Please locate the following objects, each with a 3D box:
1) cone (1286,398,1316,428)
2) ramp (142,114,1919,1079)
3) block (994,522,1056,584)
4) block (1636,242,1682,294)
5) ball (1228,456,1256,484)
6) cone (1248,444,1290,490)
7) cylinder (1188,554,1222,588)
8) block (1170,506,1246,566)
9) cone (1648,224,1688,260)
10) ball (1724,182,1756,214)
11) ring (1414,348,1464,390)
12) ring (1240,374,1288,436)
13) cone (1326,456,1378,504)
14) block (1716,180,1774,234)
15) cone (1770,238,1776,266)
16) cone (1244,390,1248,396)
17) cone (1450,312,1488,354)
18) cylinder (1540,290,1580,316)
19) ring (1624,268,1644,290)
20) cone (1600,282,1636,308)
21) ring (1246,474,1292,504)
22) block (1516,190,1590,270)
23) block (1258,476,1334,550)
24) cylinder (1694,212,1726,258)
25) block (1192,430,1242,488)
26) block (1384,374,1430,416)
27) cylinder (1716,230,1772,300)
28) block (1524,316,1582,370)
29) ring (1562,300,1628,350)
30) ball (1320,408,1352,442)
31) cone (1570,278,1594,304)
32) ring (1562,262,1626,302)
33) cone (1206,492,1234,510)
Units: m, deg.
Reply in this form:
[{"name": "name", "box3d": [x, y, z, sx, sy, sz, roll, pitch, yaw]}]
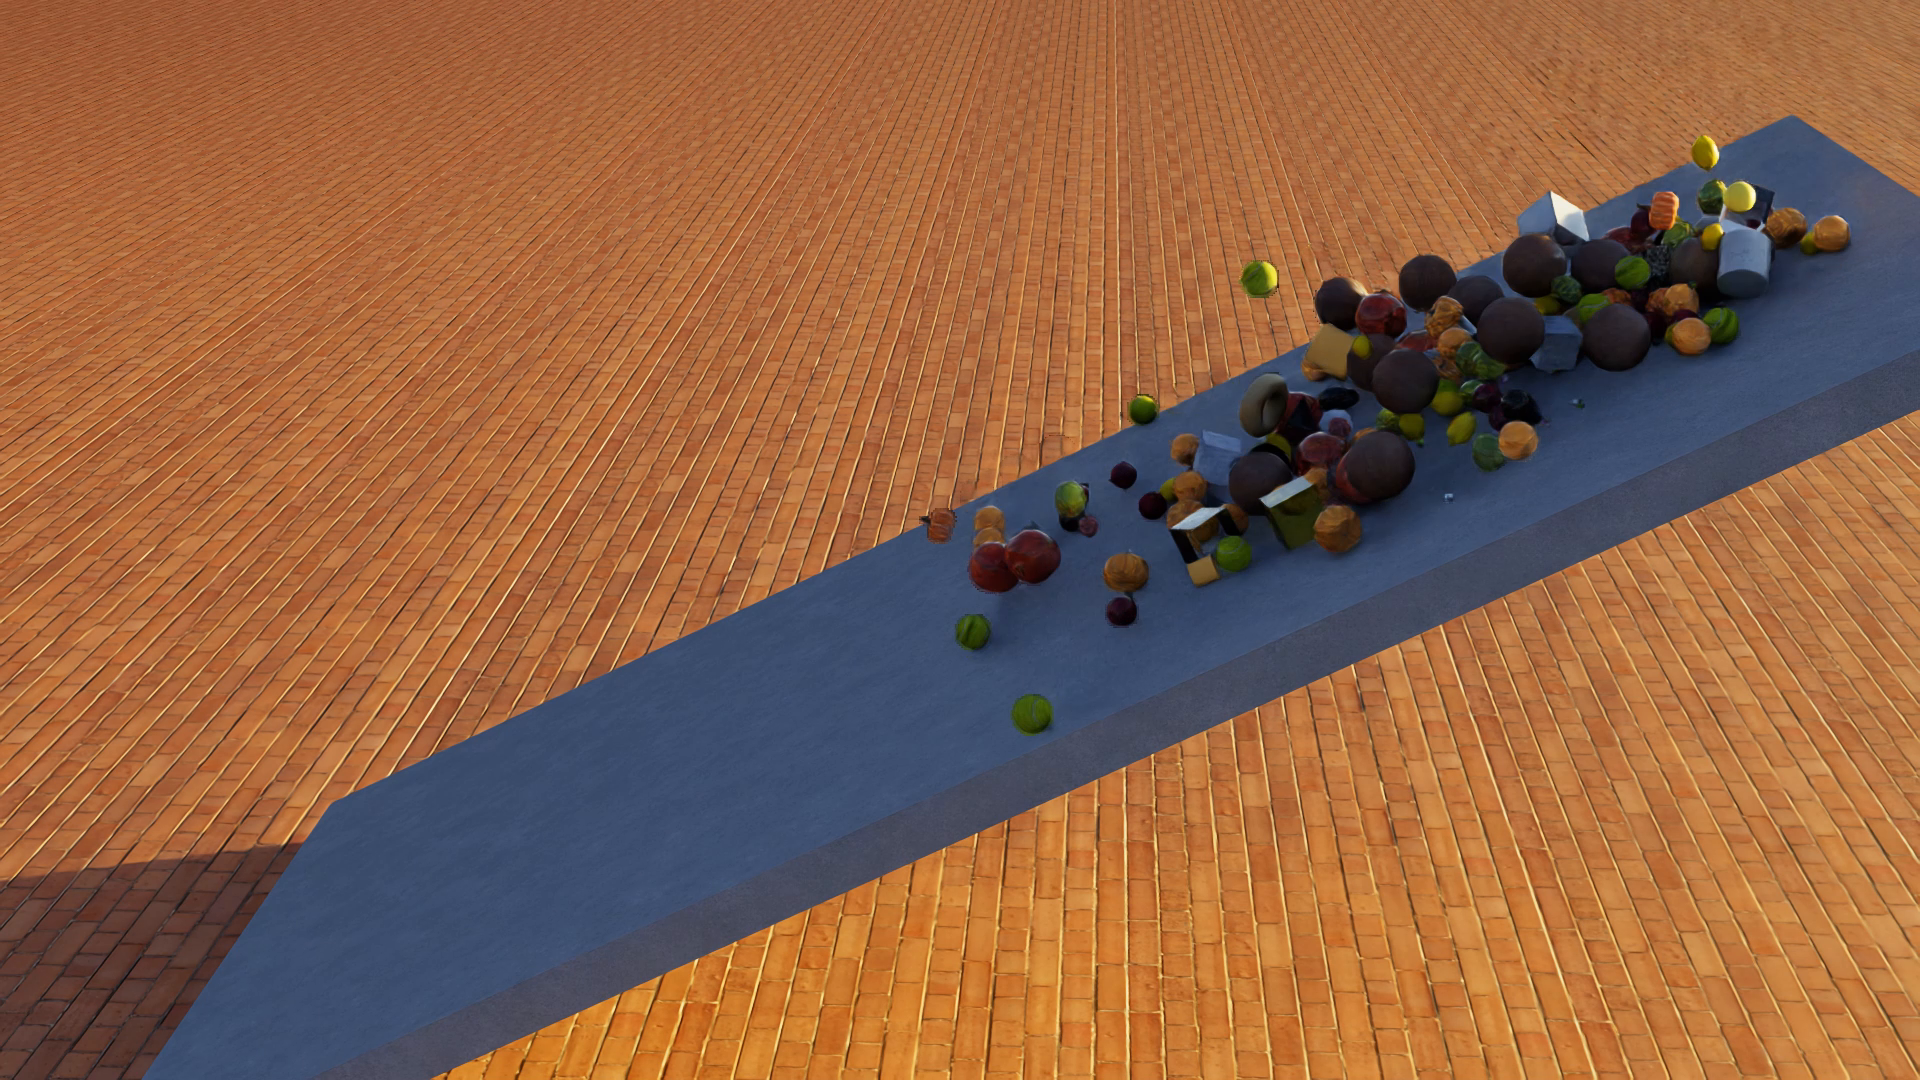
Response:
[{"name": "cone", "box3d": [0.717, -0.270, 6.162, 0.065, 0.065, 0.065, 6, 9, -1]}, {"name": "ramp", "box3d": [0.139, 0.168, 6.281, 4.000, 0.100, 2.000, -25, 14, 10]}, {"name": "block", "box3d": [0.140, 0.026, 6.359, 0.082, 0.082, 0.082, -40, -2, -41]}, {"name": "block", "box3d": [1.407, -0.547, 5.922, 0.064, 0.064, 0.064, -21, -29, 27]}, {"name": "ball", "box3d": [0.573, -0.142, 5.977, 0.054, 0.054, 0.054, 0, 17, 0]}, {"name": "cone", "box3d": [0.652, -0.162, 6.025, 0.098, 0.098, 0.098, 9, 22, 28]}, {"name": "cylinder", "box3d": [0.475, 0.060, 5.709, 0.050, 0.050, 0.050, -24, 11, 15]}, {"name": "block", "box3d": [0.490, -0.004, 5.830, 0.091, 0.091, 0.091, -33, 15, -22]}, {"name": "cone", "box3d": [1.468, -0.603, 6.189, 0.091, 0.091, 0.091, -33, 12, 11]}, {"name": "ball", "box3d": [1.533, -0.674, 5.783, 0.061, 0.061, 0.061, 0, 17, 0]}, {"name": "ring", "box3d": [1.005, -0.360, 6.167, 0.106, 0.035, 0.106, -5, 51, 6]}, {"name": "ring", "box3d": [0.638, -0.282, 6.173, 0.046, 0.139, 0.139, 25, 28, 33]}, {"name": "cone", "box3d": [0.762, -0.103, 5.773, 0.099, 0.099, 0.099, 0, -15, -1]}, {"name": "block", "box3d": [1.568, -0.657, 5.873, 0.077, 0.077, 0.077, 20, -23, 3]}, {"name": "cone", "box3d": [1.552, -0.571, 5.807, 0.082, 0.082, 0.082, 18, 7, -28]}, {"name": "cone", "box3d": [0.692, -0.326, 6.740, 0.058, 0.058, 0.058, -15, 22, -28]}, {"name": "cone", "box3d": [1.068, -0.450, 6.235, 0.082, 0.082, 0.082, -11, -25, -5]}, {"name": "cylinder", "box3d": [1.250, -0.479, 6.131, 0.063, 0.063, 0.063, 5, 59, -9]}, {"name": "ring", "box3d": [1.432, -0.554, 6.185, 0.081, 0.027, 0.081, -28, 10, 5]}, {"name": "cone", "box3d": [1.364, -0.493, 6.077, 0.076, 0.076, 0.076, 4, 17, 11]}, {"name": "ring", "box3d": [0.637, -0.108, 6.056, 0.105, 0.035, 0.105, -26, 15, 7]}, {"name": "block", "box3d": [1.235, -0.645, 6.130, 0.097, 0.097, 0.097, 26, 43, -29]}, {"name": "block", "box3d": [0.650, -0.051, 5.687, 0.096, 0.096, 0.096, -28, 13, -1]}, {"name": "cylinder", "box3d": [1.571, -0.626, 6.039, 0.093, 0.093, 0.093, -4, 8, -14]}, {"name": "block", "box3d": [0.547, -0.172, 6.258, 0.082, 0.082, 0.082, 13, 22, -3]}, {"name": "block", "box3d": [0.922, -0.298, 6.060, 0.055, 0.055, 0.055, 20, 21, -47]}, {"name": "cylinder", "box3d": [1.523, -0.535, 5.712, 0.097, 0.097, 0.097, 4, 60, 14]}, {"name": "block", "box3d": [1.180, -0.393, 5.851, 0.079, 0.079, 0.079, 1, 31, -12]}, {"name": "ring", "box3d": [1.273, -0.432, 5.928, 0.142, 0.047, 0.142, -15, 34, 10]}, {"name": "ball", "box3d": [0.790, -0.242, 6.181, 0.068, 0.068, 0.068, 0, 17, 0]}, {"name": "cone", "box3d": [1.311, -0.536, 6.210, 0.053, 0.053, 0.053, 3, 41, 9]}, {"name": "ring", "box3d": [1.354, -0.549, 6.276, 0.143, 0.048, 0.143, -27, 12, 6]}, {"name": "cone", "box3d": [0.542, -0.068, 6.106, 0.059, 0.059, 0.059, 3, 17, 10]}]
